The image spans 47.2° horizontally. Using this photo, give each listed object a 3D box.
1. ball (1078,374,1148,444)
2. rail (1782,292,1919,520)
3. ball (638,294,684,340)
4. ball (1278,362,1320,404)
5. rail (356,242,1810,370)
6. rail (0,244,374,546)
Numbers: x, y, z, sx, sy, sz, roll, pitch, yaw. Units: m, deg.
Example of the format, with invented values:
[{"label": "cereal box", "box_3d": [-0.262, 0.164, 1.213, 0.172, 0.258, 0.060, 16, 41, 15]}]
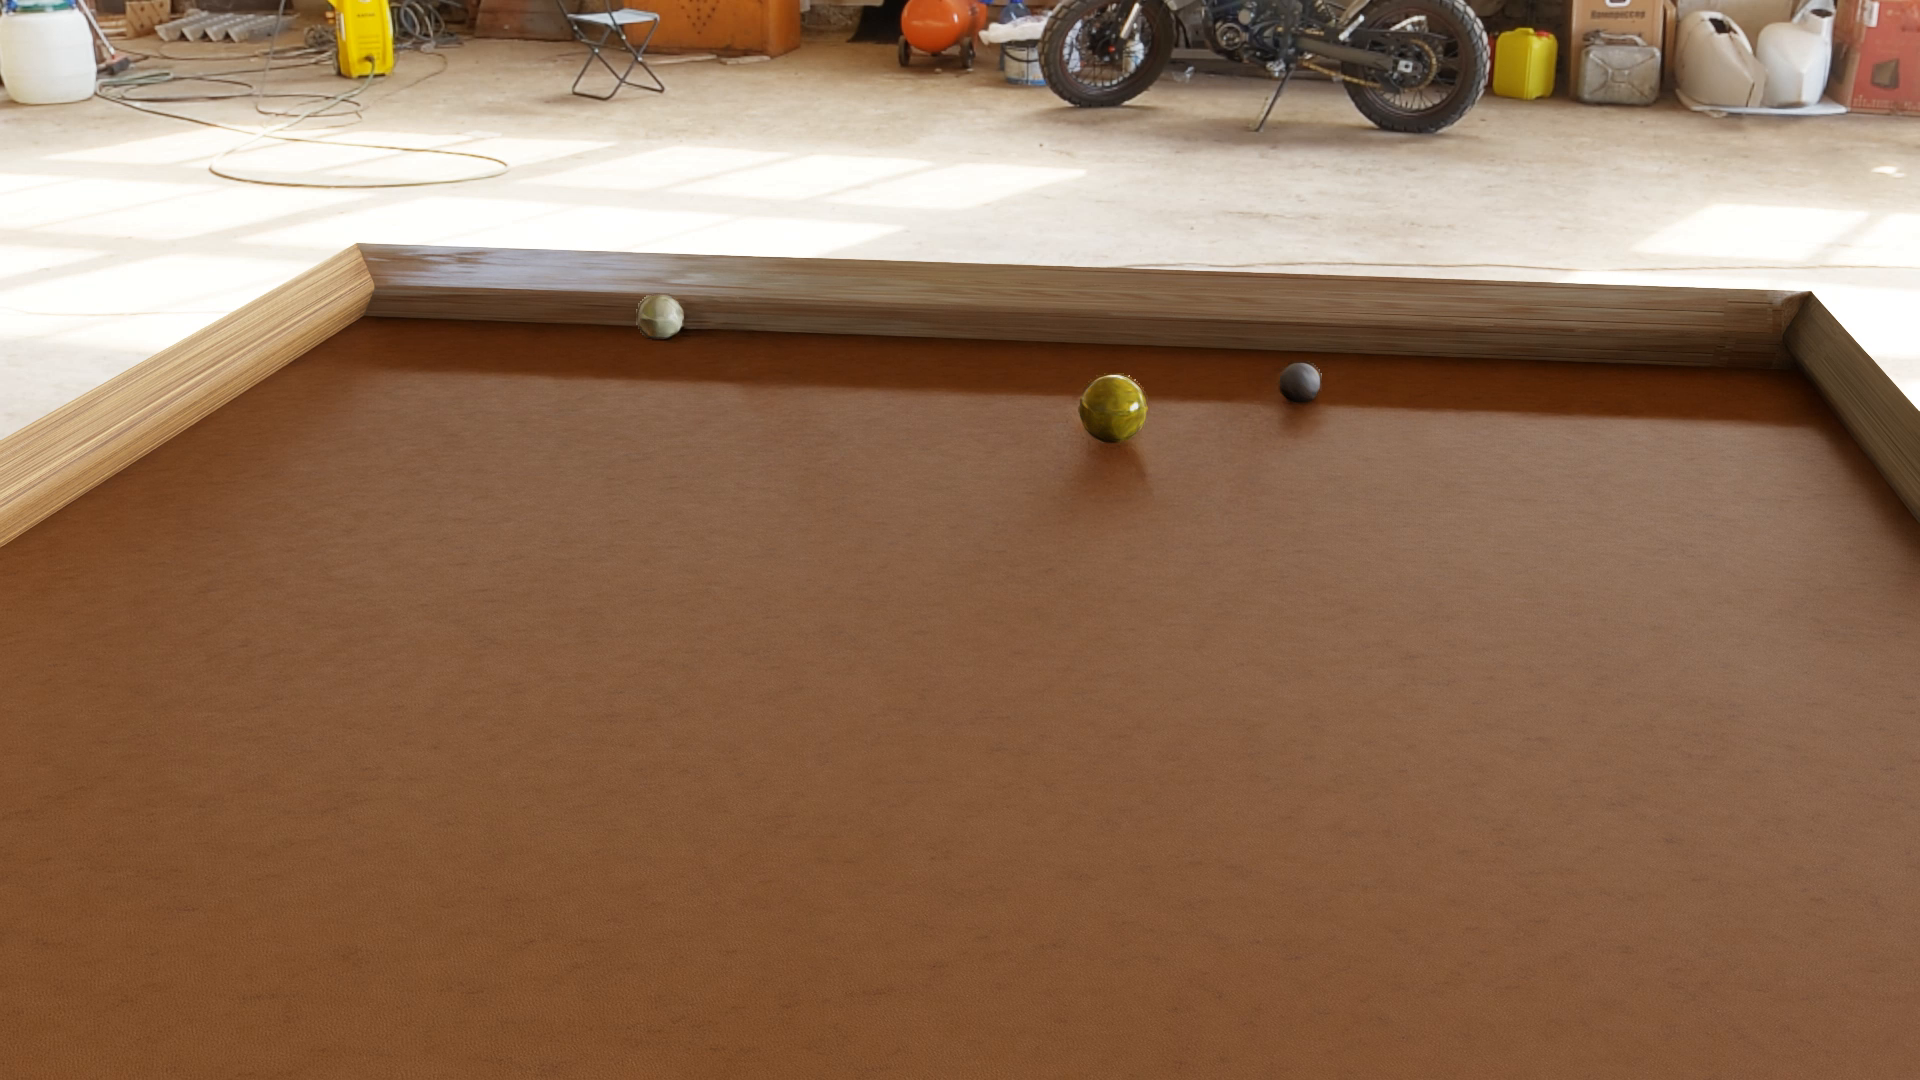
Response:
[{"label": "ball", "box_3d": [0.215, -0.184, 3.087, 0.096, 0.096, 0.096, 0, 20, 0]}, {"label": "rail", "box_3d": [0.999, 0.398, 1.483, 0.045, 0.125, 4.199, 3, 21, 8]}, {"label": "ball", "box_3d": [-0.491, -0.366, 3.609, 0.073, 0.073, 0.073, 0, 20, 0]}, {"label": "ball", "box_3d": [0.506, -0.234, 3.273, 0.061, 0.061, 0.061, 0, 20, 0]}, {"label": "rail", "box_3d": [0.146, -0.377, 3.563, 2.367, 0.125, 0.045, 3, 21, 8]}, {"label": "rail", "box_3d": [-1.297, 0.283, 1.792, 0.045, 0.125, 4.199, 3, 21, 8]}]
